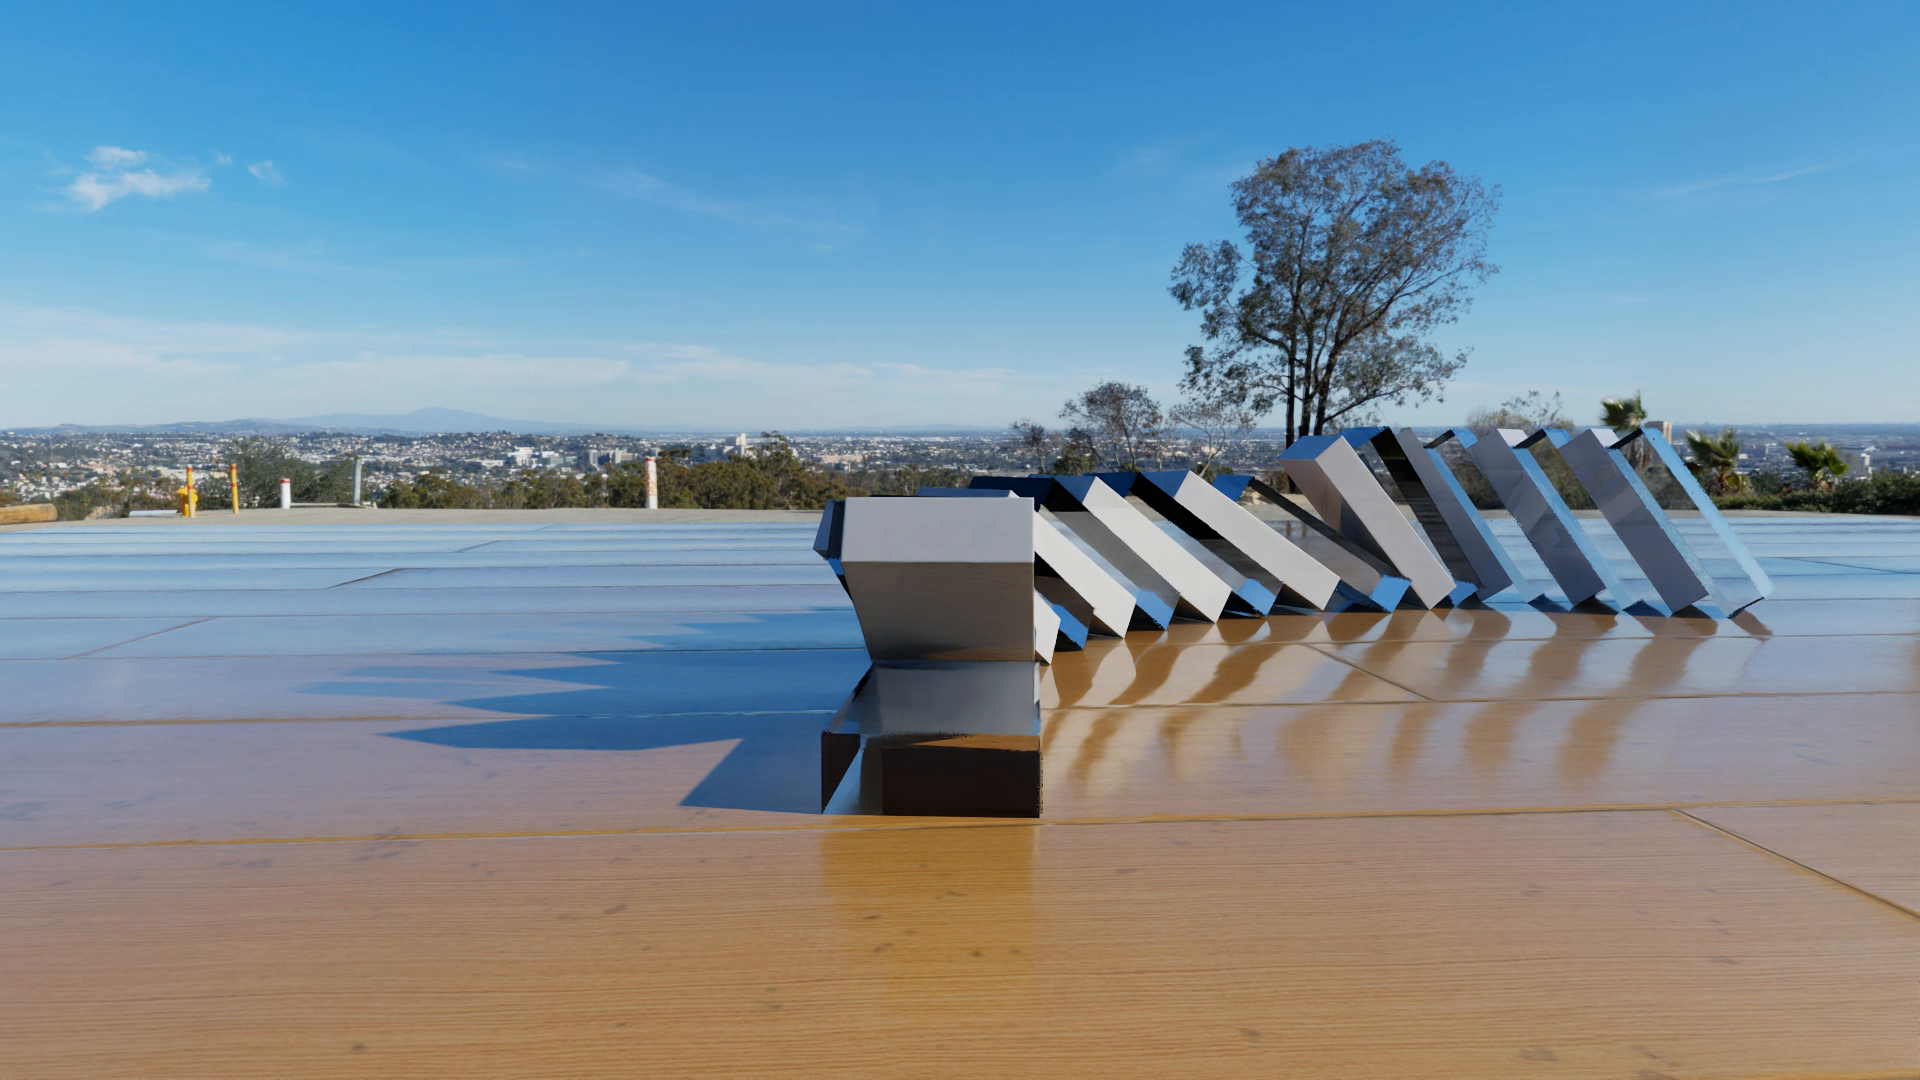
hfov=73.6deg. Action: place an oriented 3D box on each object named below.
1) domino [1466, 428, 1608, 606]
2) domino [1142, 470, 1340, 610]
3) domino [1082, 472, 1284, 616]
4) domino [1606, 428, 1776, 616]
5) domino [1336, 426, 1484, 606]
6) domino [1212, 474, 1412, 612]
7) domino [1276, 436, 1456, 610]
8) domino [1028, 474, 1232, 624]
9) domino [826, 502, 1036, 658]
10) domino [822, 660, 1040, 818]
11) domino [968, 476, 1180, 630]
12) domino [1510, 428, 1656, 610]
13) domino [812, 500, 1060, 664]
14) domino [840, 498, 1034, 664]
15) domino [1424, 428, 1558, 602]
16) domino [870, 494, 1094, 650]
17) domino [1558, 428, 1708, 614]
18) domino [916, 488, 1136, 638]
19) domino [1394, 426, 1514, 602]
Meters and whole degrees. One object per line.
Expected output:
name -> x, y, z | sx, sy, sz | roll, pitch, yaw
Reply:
domino -> 0.160, -0.007, 0.351 | 0.009, 0.050, 0.025 | -39, -20, 33
domino -> 0.068, 0.000, 0.324 | 0.050, 0.009, 0.025 | 33, -9, -17
domino -> 0.053, 0.001, 0.315 | 0.050, 0.010, 0.025 | 34, -12, -23
domino -> 0.188, -0.005, 0.329 | 0.010, 0.050, 0.025 | -39, -20, 33
domino -> 0.119, -0.007, 0.347 | 0.009, 0.050, 0.025 | -34, 8, -4
domino -> 0.089, 0.000, 0.332 | 0.050, 0.010, 0.025 | 32, -1, -9
domino -> 0.106, -0.005, 0.337 | 0.010, 0.050, 0.025 | -40, 8, -3
domino -> 0.039, 0.002, 0.304 | 0.050, 0.010, 0.025 | 36, -16, -29
domino -> -0.003, 0.010, 0.212 | 0.025, 0.009, 0.050 | 0, -27, 11
domino -> -0.002, 0.025, 0.171 | 0.025, 0.009, 0.050 | 0, 4, 3
domino -> 0.025, 0.003, 0.290 | 0.025, 0.009, 0.050 | 5, -27, 49
domino -> 0.169, -0.006, 0.343 | 0.009, 0.050, 0.025 | -39, -20, 33
domino -> -0.003, 0.008, 0.235 | 0.025, 0.010, 0.050 | 2, -25, 28
domino -> -0.002, 0.010, 0.190 | 0.025, 0.010, 0.050 | 0, -27, 4
domino -> 0.150, -0.008, 0.357 | 0.010, 0.050, 0.025 | -38, -17, 30
domino -> 0.004, 0.007, 0.255 | 0.025, 0.009, 0.050 | 3, -24, 34
domino -> 0.178, -0.006, 0.336 | 0.010, 0.050, 0.025 | -39, -20, 33
domino -> 0.014, 0.005, 0.274 | 0.025, 0.009, 0.050 | 4, -25, 42
domino -> 0.134, -0.008, 0.358 | 0.009, 0.050, 0.025 | -33, -4, 14
